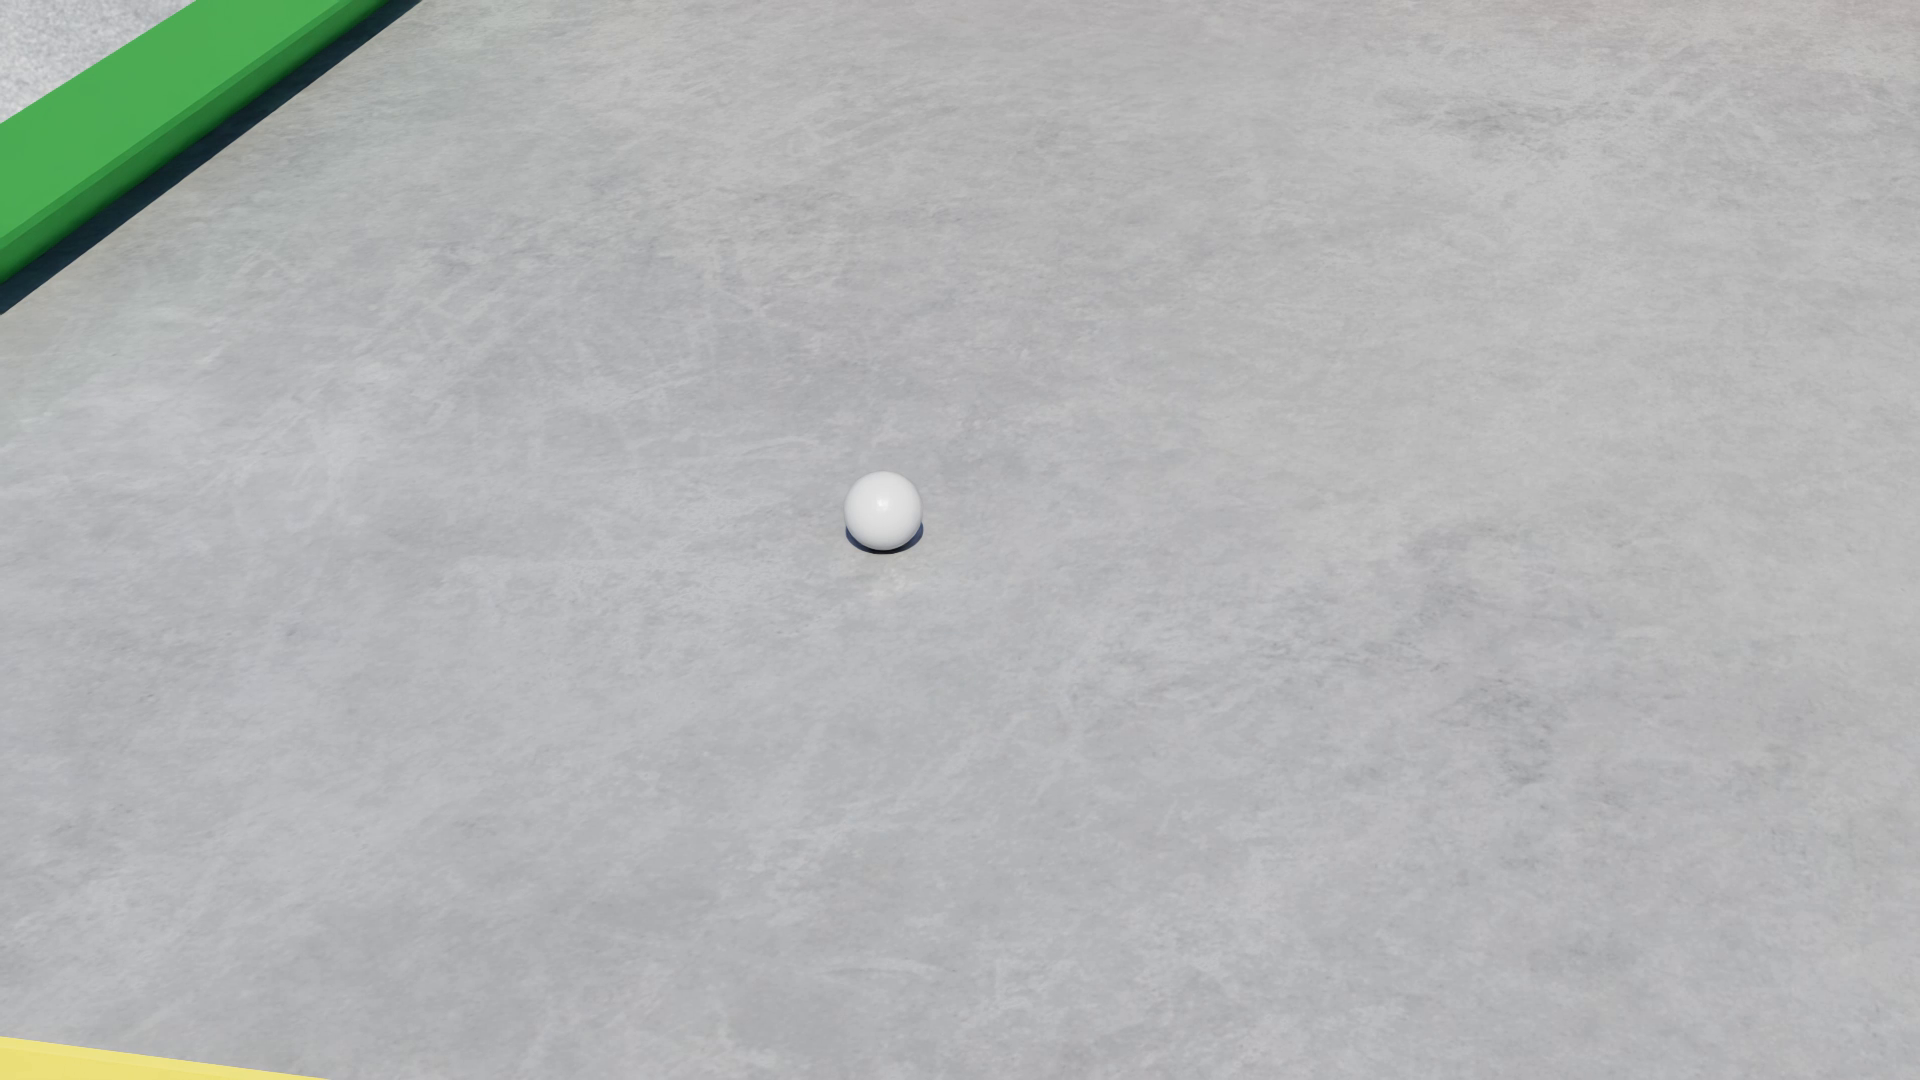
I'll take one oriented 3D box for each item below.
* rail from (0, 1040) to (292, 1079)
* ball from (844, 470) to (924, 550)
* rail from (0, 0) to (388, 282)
[{"bbox_3d":[-0.142,0.275,1.221,1.699,0.120,0.045,5,27,10],"label":"rail"},{"bbox_3d":[-0.049,-0.019,1.896,0.052,0.052,0.052,0,26,0],"label":"ball"},{"bbox_3d":[-0.661,-0.417,2.624,0.045,0.120,2.900,5,27,10],"label":"rail"}]
